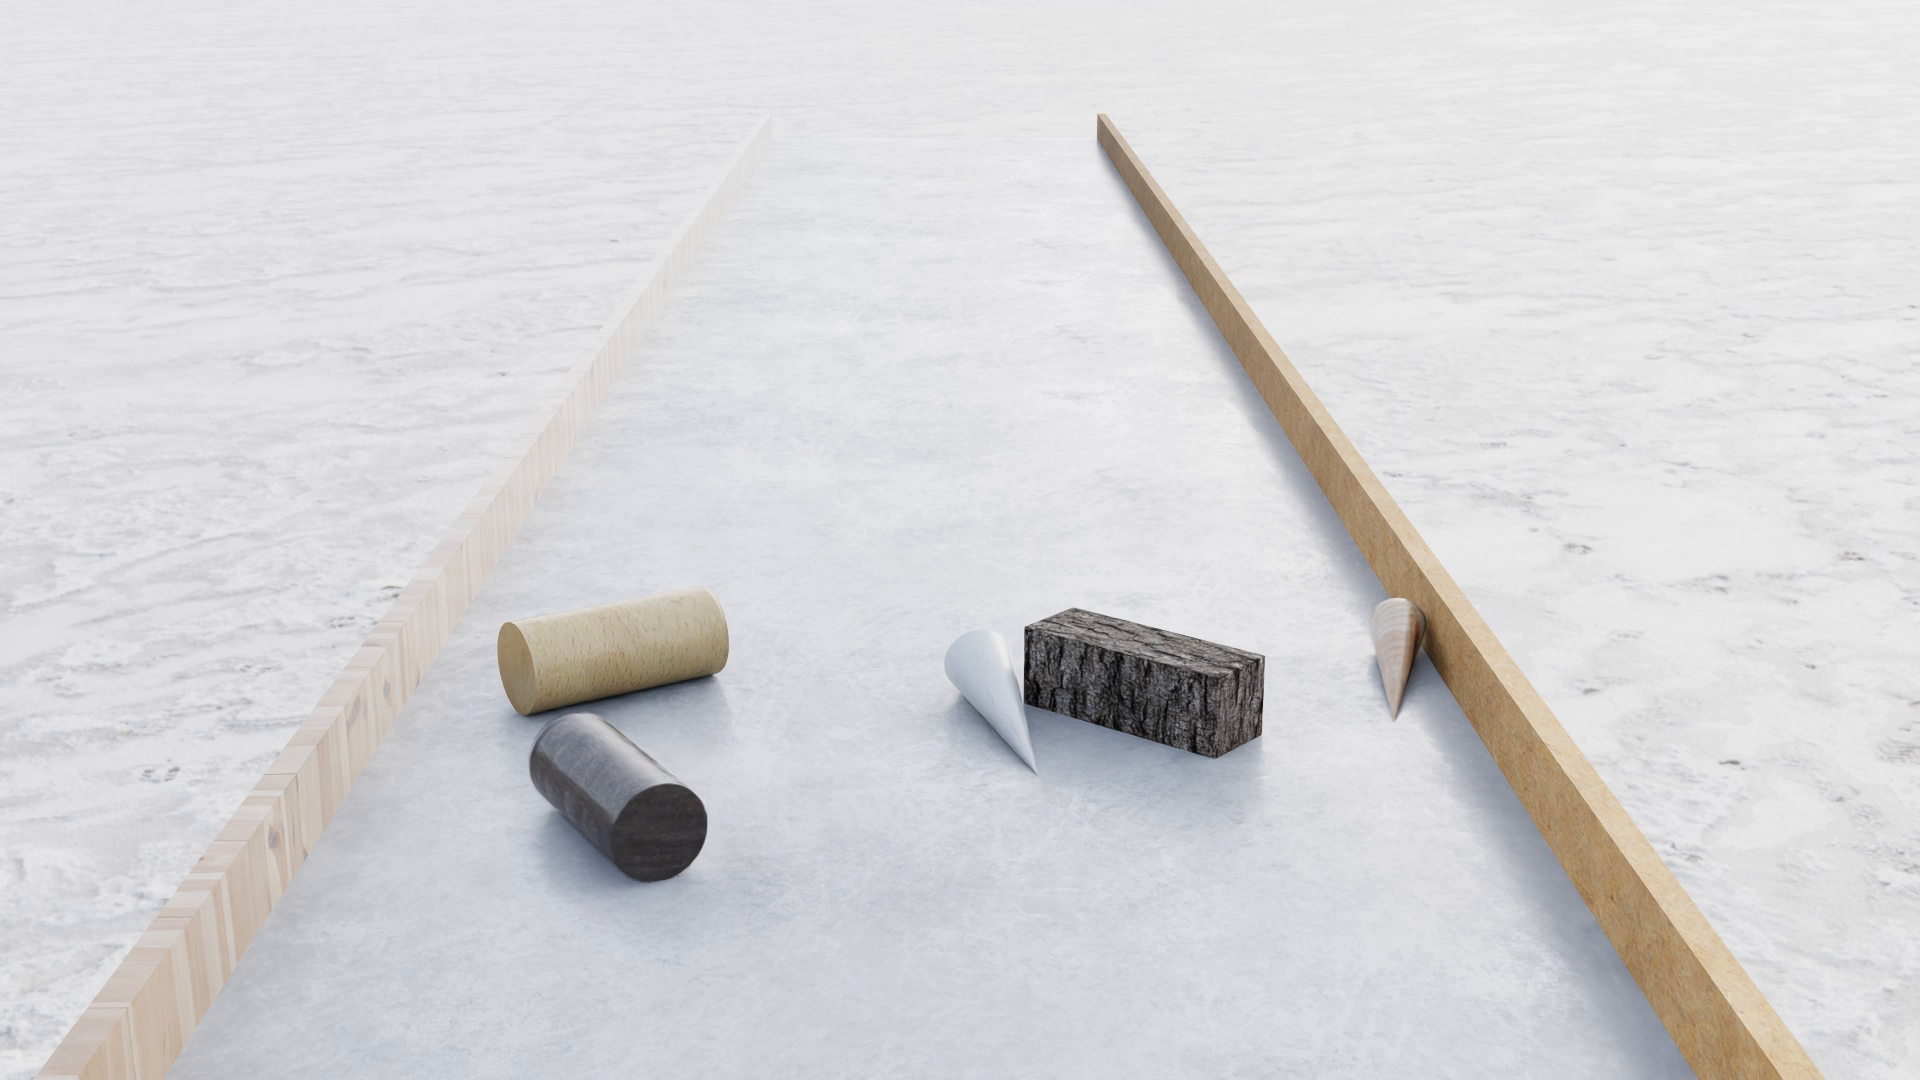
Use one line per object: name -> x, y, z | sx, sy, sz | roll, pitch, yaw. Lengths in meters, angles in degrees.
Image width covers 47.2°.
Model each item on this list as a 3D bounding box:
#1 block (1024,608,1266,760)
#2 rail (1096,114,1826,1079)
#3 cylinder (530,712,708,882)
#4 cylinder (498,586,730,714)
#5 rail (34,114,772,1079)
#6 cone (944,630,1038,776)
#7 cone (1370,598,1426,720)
block -> 0.337, 0.260, 4.082 | 0.435, 0.154, 0.154 | 13, 21, 38
rail -> 0.932, -0.844, 7.801 | 0.050, 0.150, 12.000 | 0, 17, -1
cylinder -> -0.557, 0.411, 3.558 | 0.163, 0.163, 0.354 | -10, 19, -30
cylinder -> -0.663, 0.208, 4.216 | 0.402, 0.178, 0.178 | -11, 20, -33
rail -> -1.118, -0.838, 7.780 | 0.050, 0.150, 12.000 | 0, 17, -1
cone -> 0.086, 0.322, 4.026 | 0.134, 0.134, 0.435 | -4, 26, -13
cone -> 0.846, 0.255, 4.270 | 0.115, 0.115, 0.422 | 3, 25, 11
